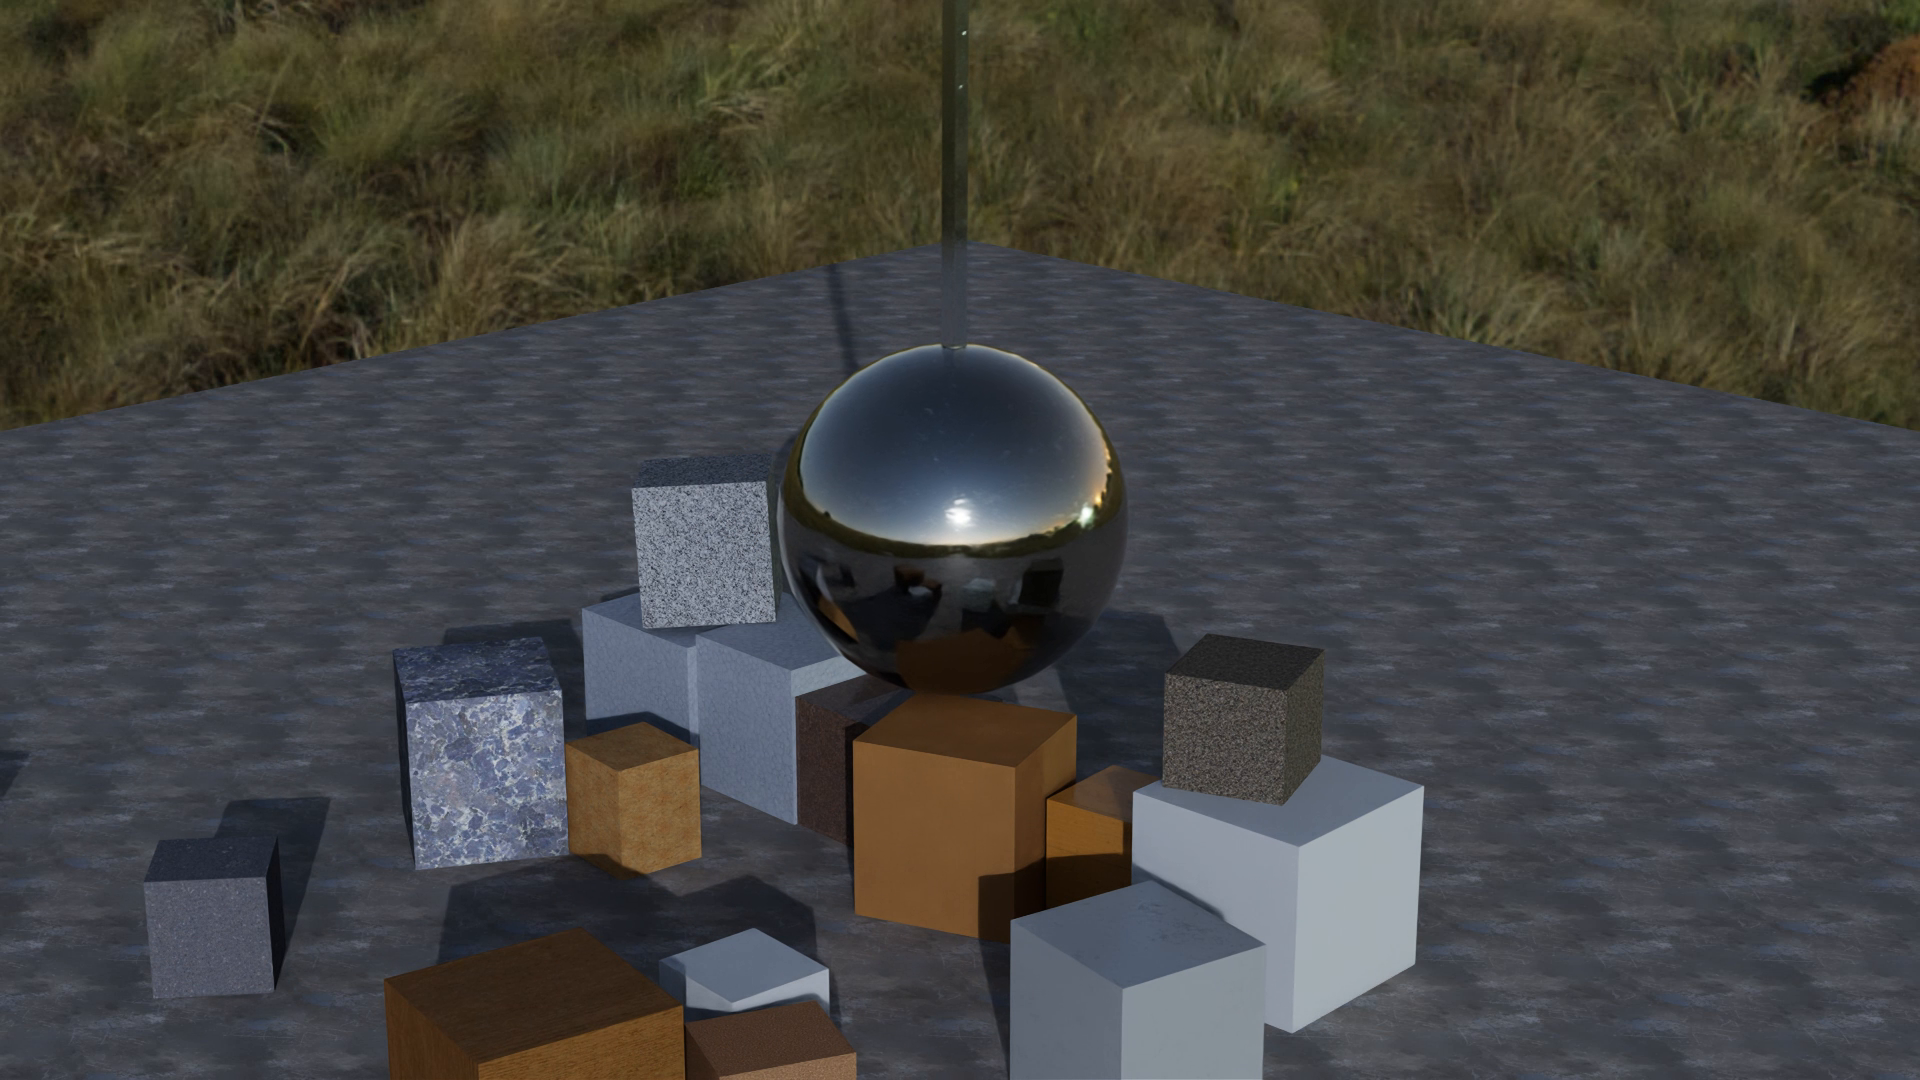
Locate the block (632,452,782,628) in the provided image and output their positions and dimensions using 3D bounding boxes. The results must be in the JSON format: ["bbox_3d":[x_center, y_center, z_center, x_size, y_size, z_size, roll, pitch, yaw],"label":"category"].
[{"bbox_3d":[-1.252,-0.003,14.639,0.654,0.710,0.634,-3,14,0],"label":"block"}]

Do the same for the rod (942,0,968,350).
[{"bbox_3d":[-0.013,-3.345,12.276,0.080,5.200,0.080,17,24,42],"label":"rod"}]

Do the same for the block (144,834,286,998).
[{"bbox_3d":[-3.146,1.590,12.407,0.496,0.528,0.442,-2,18,-6],"label":"block"}]

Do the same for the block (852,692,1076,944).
[{"bbox_3d":[0.027,1.223,13.073,0.771,0.828,0.697,8,19,23],"label":"block"}]

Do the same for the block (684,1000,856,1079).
[{"bbox_3d":[-0.704,2.077,10.889,0.520,0.507,0.455,-7,19,-21],"label":"block"}]

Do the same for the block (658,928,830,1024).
[{"bbox_3d":[-0.838,1.895,11.436,0.460,0.527,0.485,-14,22,-38],"label":"block"}]

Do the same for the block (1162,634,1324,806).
[{"bbox_3d":[1.199,0.750,12.369,0.526,0.507,0.548,7,19,22],"label":"block"}]

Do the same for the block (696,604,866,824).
[{"bbox_3d":[-0.769,0.833,14.387,0.747,0.783,0.715,-16,23,-41],"label":"block"}]

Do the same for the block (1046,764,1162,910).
[{"bbox_3d":[0.773,1.401,12.930,0.602,0.574,0.508,13,22,36],"label":"block"}]

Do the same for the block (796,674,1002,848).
[{"bbox_3d":[-0.288,1.052,13.914,0.691,0.648,0.693,-16,23,-41],"label":"block"}]

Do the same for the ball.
[{"bbox_3d":[-0.031,-0.096,13.279,1.600,1.600,1.600,0,17,0],"label":"ball"}]

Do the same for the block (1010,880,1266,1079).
[{"bbox_3d":[0.680,1.837,11.328,0.681,0.703,0.721,-11,21,-32],"label":"block"}]

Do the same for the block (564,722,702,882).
[{"bbox_3d":[-1.516,1.207,13.606,0.437,0.539,0.455,-14,22,-37],"label":"block"}]

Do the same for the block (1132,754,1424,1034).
[{"bbox_3d":[1.336,1.434,12.408,0.859,0.823,0.876,15,23,40],"label":"block"}]

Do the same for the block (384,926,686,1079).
[{"bbox_3d":[-1.535,2.003,10.634,0.795,0.802,0.792,-11,21,-32],"label":"block"}]

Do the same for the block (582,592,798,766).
[{"bbox_3d":[-1.295,0.687,14.949,0.904,0.725,0.842,-16,24,-42],"label":"block"}]

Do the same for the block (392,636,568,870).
[{"bbox_3d":[-2.263,0.993,13.821,0.707,0.817,0.763,-5,18,-14],"label":"block"}]
